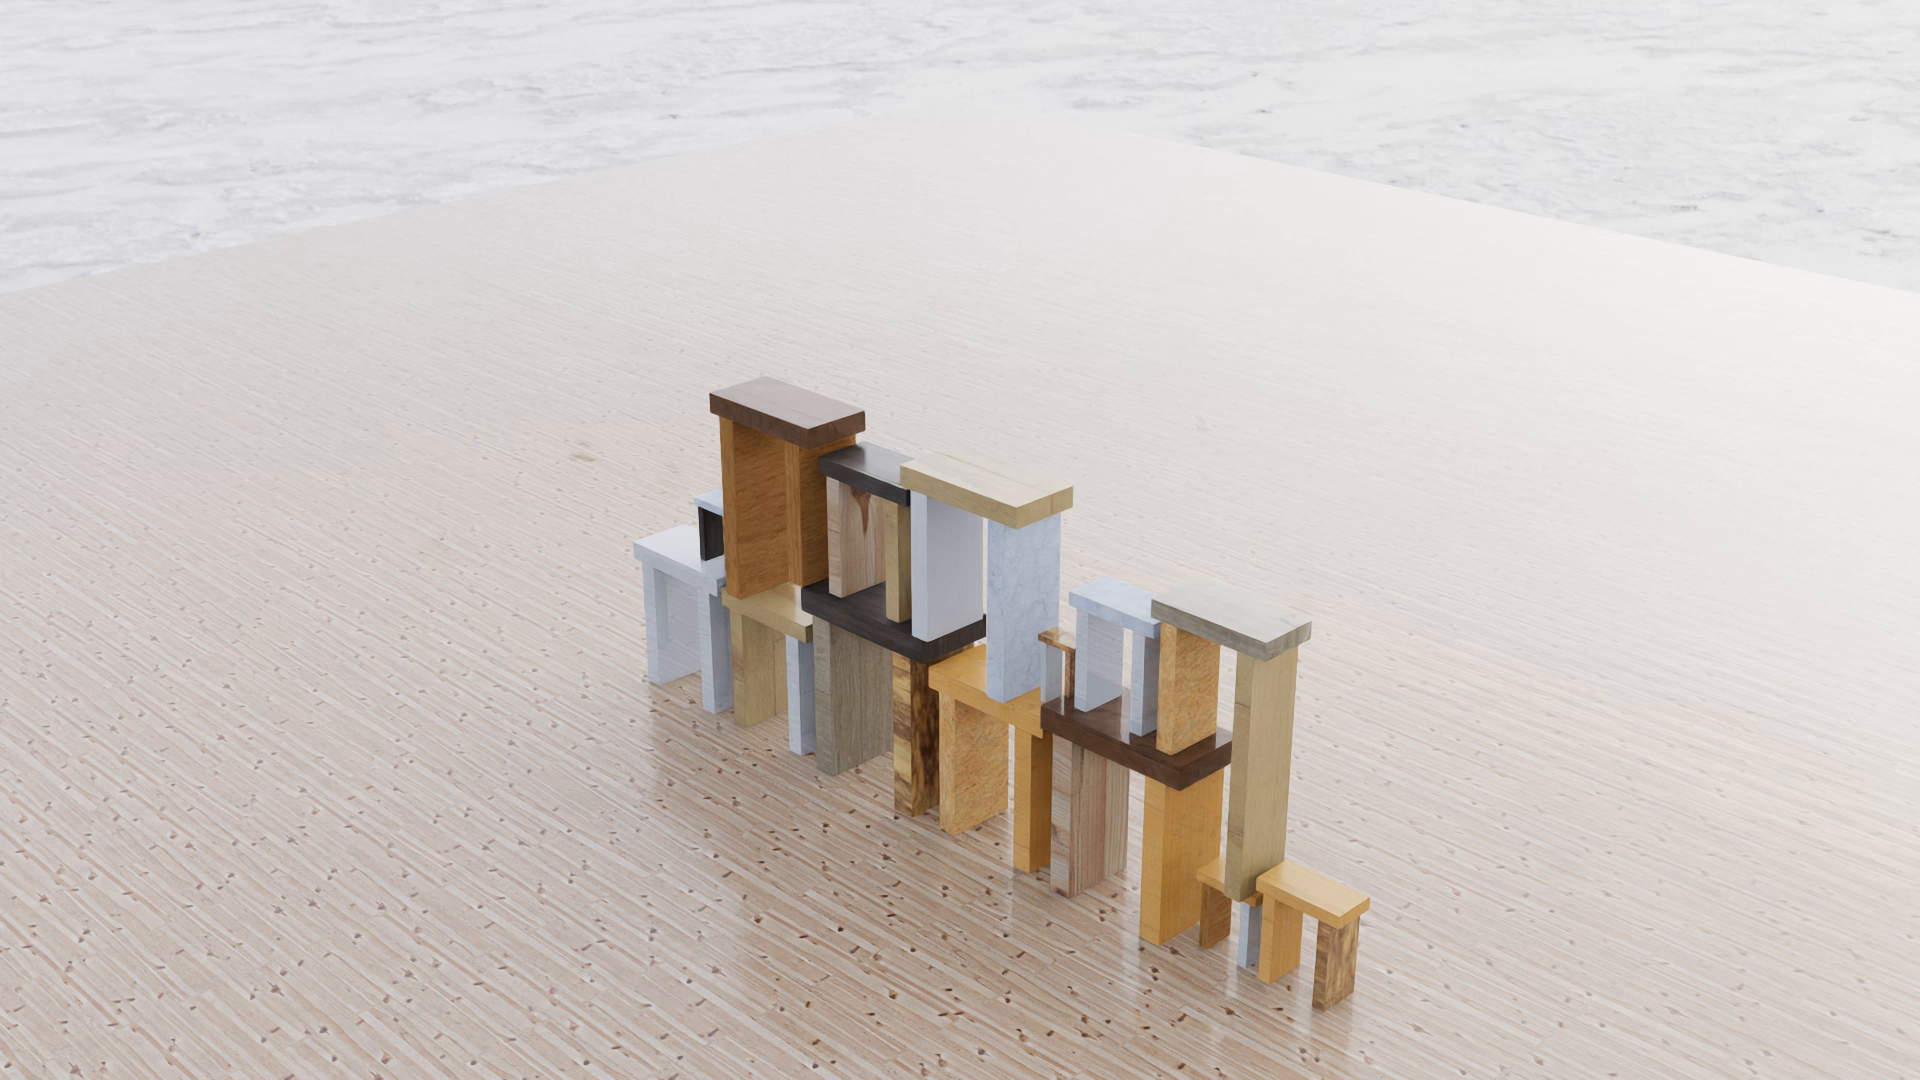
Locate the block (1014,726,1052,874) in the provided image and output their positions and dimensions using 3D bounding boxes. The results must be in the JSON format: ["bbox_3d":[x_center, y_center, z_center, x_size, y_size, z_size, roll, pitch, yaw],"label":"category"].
[{"bbox_3d":[0.173,0.477,4.246,0.043,0.305,0.153,21,31,41],"label":"block"}]

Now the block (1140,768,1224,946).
[{"bbox_3d":[0.405,0.557,4.019,0.047,0.335,0.167,21,31,41],"label":"block"}]

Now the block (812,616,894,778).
[{"bbox_3d":[-0.220,0.300,4.599,0.050,0.356,0.178,21,31,41],"label":"block"}]

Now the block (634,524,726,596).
[{"bbox_3d":[-0.573,0.043,4.858,0.292,0.041,0.146,21,31,41],"label":"block"}]

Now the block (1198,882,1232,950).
[{"bbox_3d":[0.467,0.672,4.006,0.019,0.134,0.067,21,31,41],"label":"block"}]

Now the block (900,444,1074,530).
[{"bbox_3d":[0.048,-0.102,4.122,0.305,0.043,0.153,21,31,41],"label":"block"}]

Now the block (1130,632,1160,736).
[{"bbox_3d":[0.351,0.243,3.952,0.028,0.201,0.100,21,31,41],"label":"block"}]

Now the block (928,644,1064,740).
[{"bbox_3d":[0.101,0.289,4.244,0.305,0.043,0.153,21,31,41],"label":"block"}]

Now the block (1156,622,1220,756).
[{"bbox_3d":[0.405,0.244,3.888,0.035,0.250,0.125,21,31,41],"label":"block"}]

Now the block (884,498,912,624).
[{"bbox_3d":[-0.088,0.025,4.335,0.036,0.254,0.127,21,31,41],"label":"block"}]

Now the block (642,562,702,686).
[{"bbox_3d":[-0.642,0.170,4.987,0.041,0.292,0.146,21,31,41],"label":"block"}]

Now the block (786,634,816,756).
[{"bbox_3d":[-0.303,0.309,4.682,0.039,0.274,0.137,21,31,41],"label":"block"}]

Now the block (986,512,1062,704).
[{"bbox_3d":[0.120,0.114,4.135,0.043,0.364,0.153,21,31,41],"label":"block"}]

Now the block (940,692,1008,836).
[{"bbox_3d":[0.029,0.421,4.378,0.043,0.305,0.153,21,31,41],"label":"block"}]

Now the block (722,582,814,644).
[{"bbox_3d":[-0.367,0.140,4.681,0.137,0.039,0.274,-21,31,-41],"label":"block"}]

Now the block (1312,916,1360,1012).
[{"bbox_3d":[0.655,0.724,3.826,0.025,0.177,0.089,21,31,41],"label":"block"}]

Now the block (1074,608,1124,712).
[{"bbox_3d":[0.256,0.206,4.039,0.028,0.201,0.100,21,31,41],"label":"block"}]

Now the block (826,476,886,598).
[{"bbox_3d":[-0.208,-0.022,4.445,0.036,0.254,0.127,21,31,41],"label":"block"}]

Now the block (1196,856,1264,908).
[{"bbox_3d":[0.498,0.614,3.947,0.067,0.019,0.134,-21,31,-41],"label":"block"}]

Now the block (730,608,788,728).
[{"bbox_3d":[-0.432,0.259,4.801,0.137,0.274,0.039,-21,31,-41],"label":"block"}]

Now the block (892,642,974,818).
[{"bbox_3d":[-0.052,0.365,4.444,0.050,0.356,0.178,21,31,41],"label":"block"}]

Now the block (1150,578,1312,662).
[{"bbox_3d":[0.464,0.135,3.778,0.125,0.035,0.250,-21,31,-41],"label":"block"}]

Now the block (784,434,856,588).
[{"bbox_3d":[-0.282,-0.072,4.495,0.044,0.308,0.154,21,31,41],"label":"block"}]

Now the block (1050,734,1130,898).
[{"bbox_3d":[0.248,0.496,4.164,0.047,0.335,0.167,21,31,41],"label":"block"}]

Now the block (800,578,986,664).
[{"bbox_3d":[-0.136,0.145,4.442,0.356,0.050,0.178,21,31,41],"label":"block"}]

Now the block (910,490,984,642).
[{"bbox_3d":[-0.024,0.031,4.256,0.043,0.305,0.153,21,31,41],"label":"block"}]

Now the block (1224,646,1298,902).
[{"bbox_3d":[0.523,0.395,3.824,0.125,0.479,0.035,-21,31,-41],"label":"block"}]

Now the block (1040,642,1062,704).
[{"bbox_3d":[0.172,0.242,4.138,0.045,0.125,0.013,-21,31,-41],"label":"block"}]

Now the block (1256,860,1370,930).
[{"bbox_3d":[0.613,0.615,3.825,0.177,0.025,0.089,21,31,41],"label":"block"}]

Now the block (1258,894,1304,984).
[{"bbox_3d":[0.571,0.692,3.903,0.025,0.177,0.089,21,31,41],"label":"block"}]

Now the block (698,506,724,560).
[{"bbox_3d":[-0.539,-0.022,4.799,0.018,0.125,0.063,21,31,41],"label":"block"}]

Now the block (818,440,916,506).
[{"bbox_3d":[-0.148,-0.132,4.334,0.127,0.036,0.254,-21,31,-41],"label":"block"}]

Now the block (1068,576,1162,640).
[{"bbox_3d":[0.304,0.119,3.951,0.201,0.028,0.100,21,31,41],"label":"block"}]

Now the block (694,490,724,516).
[{"bbox_3d":[-0.510,-0.077,4.743,0.125,0.018,0.063,21,31,41],"label":"block"}]

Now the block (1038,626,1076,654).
[{"bbox_3d":[0.194,0.187,4.091,0.091,0.013,0.045,21,31,41],"label":"block"}]

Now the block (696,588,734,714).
[{"bbox_3d":[-0.504,0.224,4.860,0.041,0.293,0.146,21,31,41],"label":"block"}]

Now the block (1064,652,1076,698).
[{"bbox_3d":[0.215,0.243,4.092,0.013,0.091,0.045,21,31,41],"label":"block"}]

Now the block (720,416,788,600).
[{"bbox_3d":[-0.427,-0.085,4.648,0.154,0.402,0.044,-21,31,-41],"label":"block"}]

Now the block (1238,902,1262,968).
[{"bbox_3d":[0.530,0.696,3.948,0.019,0.134,0.067,21,31,41],"label":"block"}]

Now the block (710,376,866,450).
[{"bbox_3d":[-0.354,-0.263,4.494,0.308,0.044,0.154,21,31,41],"label":"block"}]

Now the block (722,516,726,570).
[{"bbox_3d":[-0.480,0.001,4.744,0.018,0.125,0.063,21,31,41],"label":"block"}]

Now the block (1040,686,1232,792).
[{"bbox_3d":[0.327,0.351,4.017,0.335,0.047,0.167,21,31,41],"label":"block"}]
